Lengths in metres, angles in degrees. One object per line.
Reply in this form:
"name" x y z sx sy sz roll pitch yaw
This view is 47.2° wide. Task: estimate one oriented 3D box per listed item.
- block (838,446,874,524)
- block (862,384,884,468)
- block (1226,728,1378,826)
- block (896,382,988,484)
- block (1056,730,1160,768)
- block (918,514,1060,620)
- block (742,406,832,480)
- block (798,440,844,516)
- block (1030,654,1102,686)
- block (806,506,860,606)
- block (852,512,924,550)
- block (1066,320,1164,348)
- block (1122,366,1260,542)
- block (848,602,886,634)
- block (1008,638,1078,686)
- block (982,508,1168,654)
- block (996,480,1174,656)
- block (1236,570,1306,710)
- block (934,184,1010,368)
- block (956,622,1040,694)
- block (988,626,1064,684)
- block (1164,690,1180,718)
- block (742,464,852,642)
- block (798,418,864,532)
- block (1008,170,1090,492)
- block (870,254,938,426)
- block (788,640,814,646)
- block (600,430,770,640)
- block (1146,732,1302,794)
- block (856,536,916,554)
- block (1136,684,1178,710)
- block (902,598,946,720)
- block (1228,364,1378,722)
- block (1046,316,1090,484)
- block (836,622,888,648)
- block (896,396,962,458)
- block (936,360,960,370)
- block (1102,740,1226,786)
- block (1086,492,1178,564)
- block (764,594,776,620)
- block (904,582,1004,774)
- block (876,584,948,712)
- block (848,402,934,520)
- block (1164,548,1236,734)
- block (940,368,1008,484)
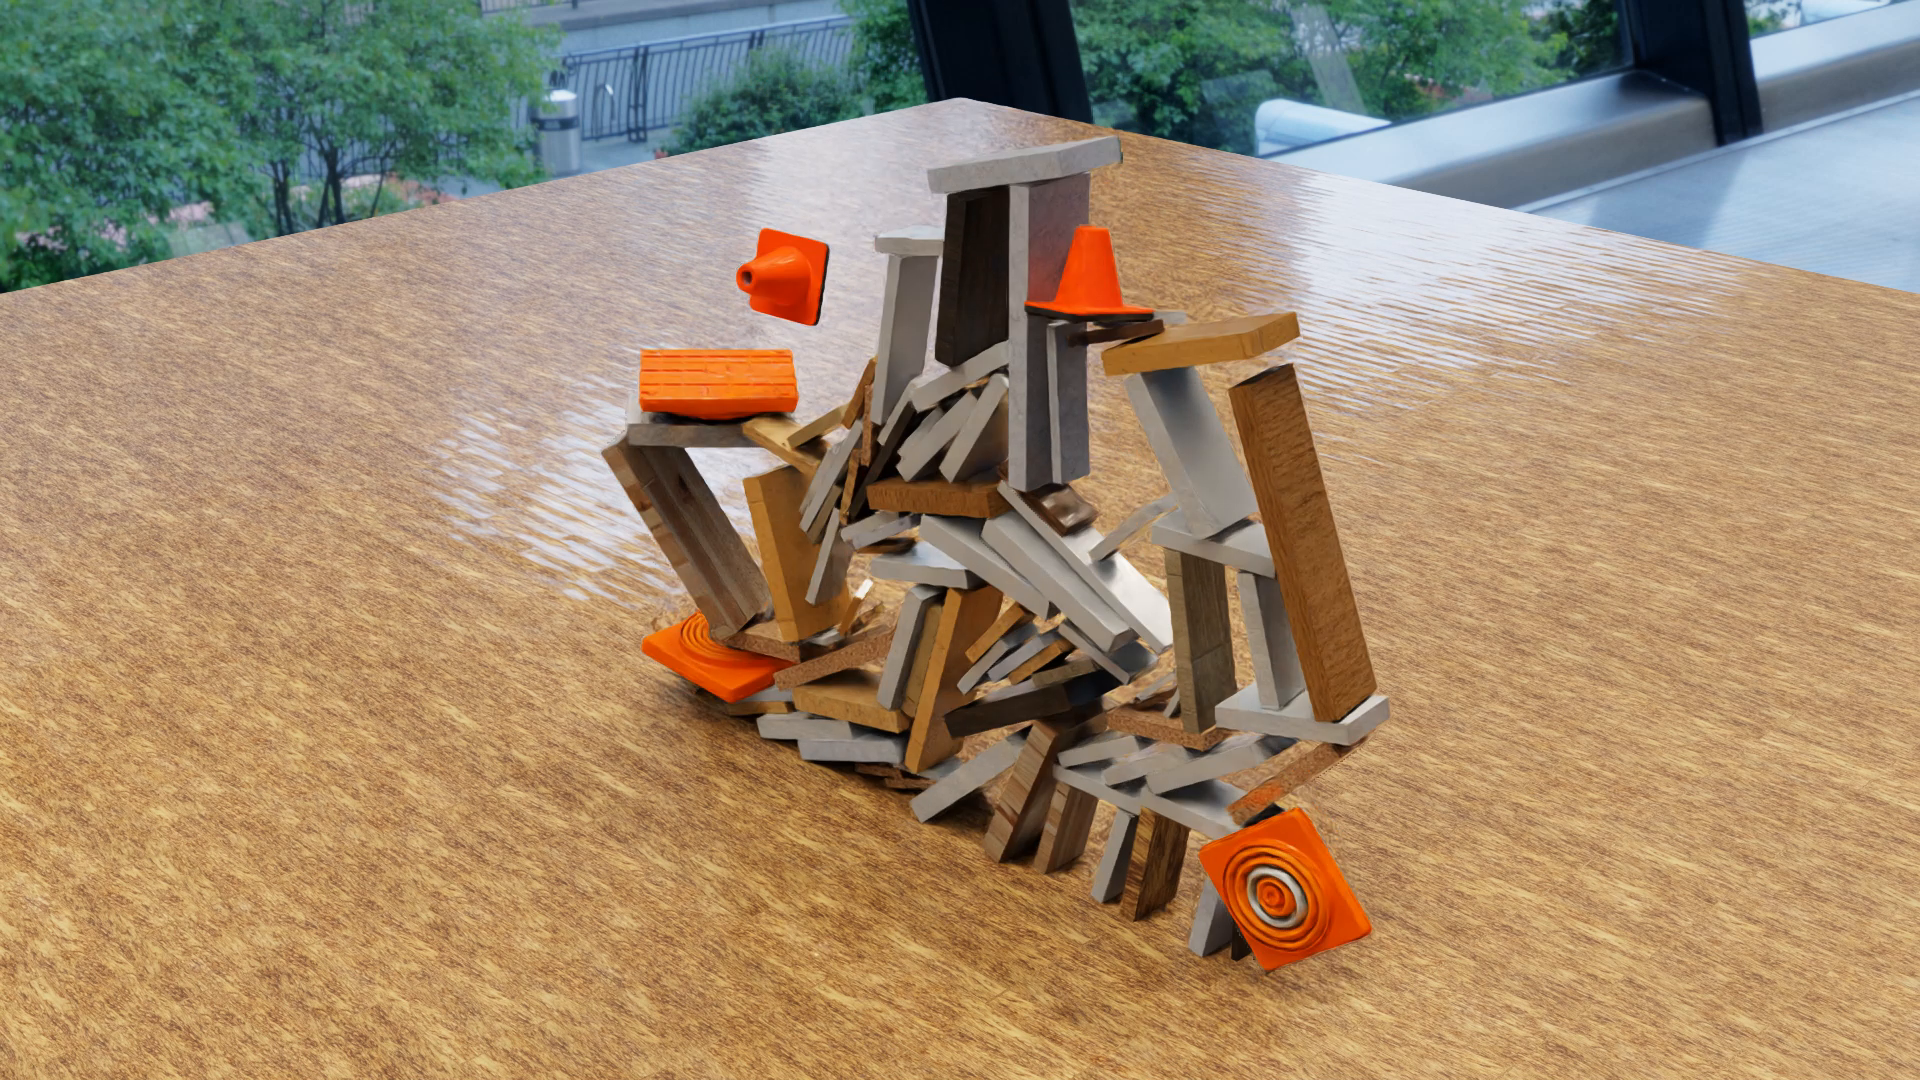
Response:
"block" -0.191 -0.114 4.352 0.023 0.163 0.081 32 34 31
"block" -0.151 -0.229 4.268 0.023 0.164 0.082 25 33 35
"block" 0.590 0.399 3.806 0.133 0.266 0.038 -24 76 -47
"block" 0.004 -0.212 4.153 0.138 0.276 0.039 -24 77 -43
"block" 0.289 0.374 4.067 0.107 0.030 0.214 -22 2 -41
"block" 0.098 0.024 4.127 0.328 0.047 0.164 33 40 31
"block" -0.340 -0.197 4.473 0.188 0.027 0.094 33 38 16
"block" -0.255 -0.128 4.429 0.027 0.188 0.094 45 44 17
"block" 0.219 0.234 4.089 0.086 0.024 0.173 -22 1 -40
"block" -0.250 0.024 4.458 0.023 0.228 0.081 35 33 27
"block" -0.125 -0.024 4.315 0.086 0.024 0.173 -21 1 -45
"block" 0.267 -0.355 3.778 0.153 0.022 0.077 -4 8 45
"block" 0.393 -0.161 3.733 0.042 0.298 0.149 -24 2 43
"block" -0.190 0.161 4.493 0.058 0.016 0.116 -32 -5 -19
"block" 0.170 0.219 4.135 0.086 0.024 0.173 -22 -11 -39
"block" 0.215 0.057 4.021 0.164 0.047 0.343 -22 54 -39
"block" 0.244 0.034 3.974 0.089 0.025 0.438 -24 62 -42
"block" 0.537 0.152 3.757 0.035 0.244 0.122 -2 18 38
"block" 0.035 -0.480 3.964 0.044 0.312 0.156 27 34 36
"block" 0.073 0.228 4.240 0.093 0.185 0.026 -25 74 -40
"block" 0.138 0.212 4.158 0.093 0.026 0.185 -22 -11 -39
"block" 0.398 0.274 3.910 0.014 0.096 0.048 43 41 22
"block" -0.331 0.018 4.526 0.049 0.345 0.172 -6 11 41
"block" -0.230 -0.134 4.382 0.023 0.304 0.082 47 41 18
"block" 0.156 -0.368 3.892 0.044 0.556 0.156 22 32 40
"block" -0.106 -0.388 4.161 0.030 0.343 0.105 29 36 33
"block" -0.322 0.194 4.637 0.057 0.016 0.114 -2 19 12
"block" -0.578 -0.033 4.704 0.049 0.475 0.172 -21 16 37
"block" 0.466 0.385 3.897 0.133 0.038 0.266 -22 -1 -42
"block" -0.149 0.011 4.382 0.116 0.016 0.058 -2 15 44
"block" 0.364 0.280 3.956 0.048 0.014 0.096 -25 -2 -44
"block" -0.032 0.225 4.360 0.130 0.261 0.037 -21 47 -42
"block" 0.572 0.004 3.651 0.042 0.576 0.149 -8 12 39
"block" 0.193 -0.248 3.913 0.022 0.290 0.077 16 27 43
"block" -0.202 0.197 4.530 0.057 0.016 0.147 -22 0 -27
"block" -0.048 -0.214 4.190 0.080 0.160 0.023 -21 73 -44
"block" 0.013 -0.427 4.040 0.030 0.211 0.105 24 30 32
"block" 0.369 0.392 3.990 0.107 0.030 0.214 -22 -1 -42
"block" 0.307 -0.021 3.883 0.089 0.025 0.178 -26 -11 -41
"block" -0.396 0.123 4.743 0.013 0.090 0.045 26 29 10
"block" -0.010 0.261 4.348 0.131 0.454 0.037 -22 48 -41
"block" -0.071 0.198 4.371 0.145 0.290 0.041 -22 50 -41
"block" -0.127 -0.160 4.266 0.080 0.303 0.023 -21 61 -45
"block" 0.423 0.160 3.846 0.035 0.335 0.122 7 22 42
"block" 0.072 -0.222 4.054 0.138 0.276 0.039 -21 65 -38
